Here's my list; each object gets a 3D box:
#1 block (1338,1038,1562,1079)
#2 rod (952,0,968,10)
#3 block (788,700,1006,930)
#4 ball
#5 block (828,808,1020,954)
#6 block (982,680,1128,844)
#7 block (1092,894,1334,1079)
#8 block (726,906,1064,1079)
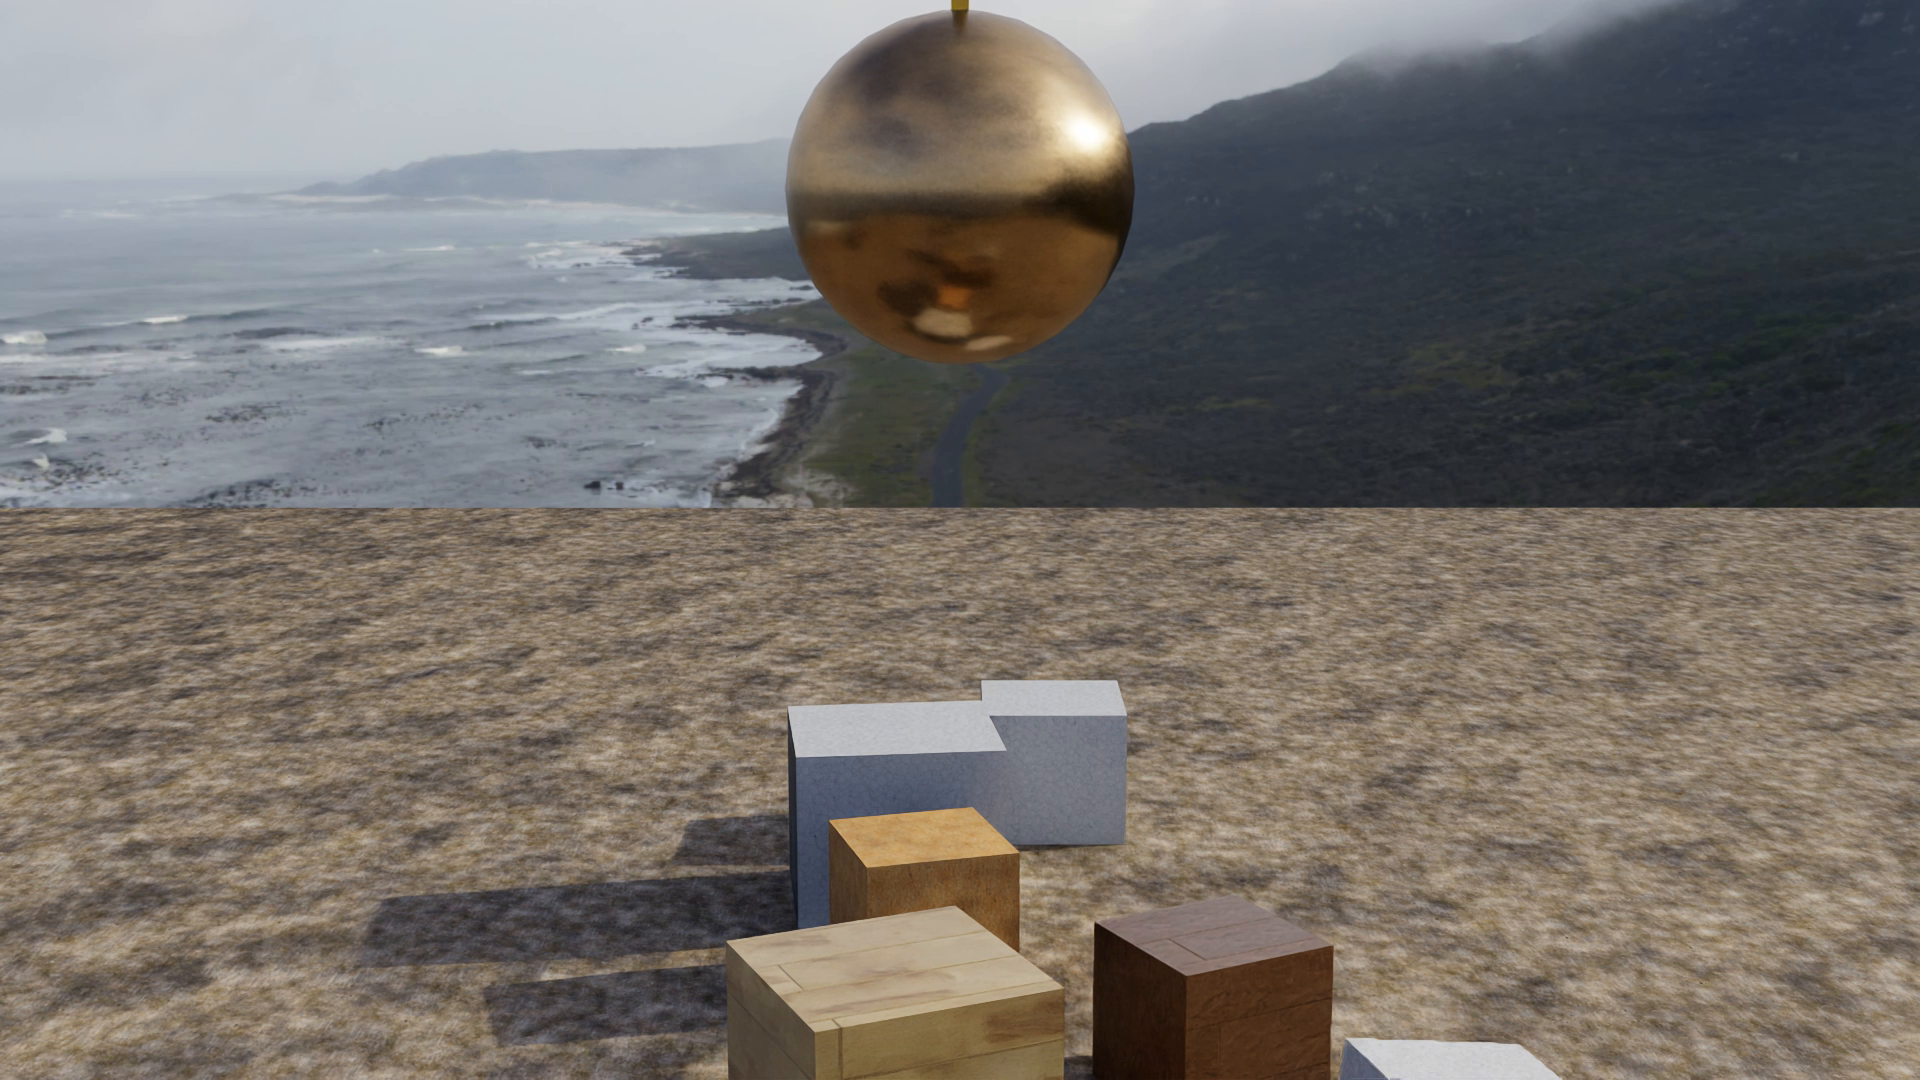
[{"bbox_3d":[1.542,1.961,6.797,0.612,0.627,0.586,5,9,-15],"label":"block"},{"bbox_3d":[0.000,-5.000,9.910,0.080,5.200,0.080,0,2,0],"label":"rod"},{"bbox_3d":[-0.310,1.273,10.260,0.938,0.823,0.898,-1,10,-7],"label":"block"},{"bbox_3d":[0.000,-1.603,10.056,1.600,1.600,1.600,0,10,0],"label":"ball"},{"bbox_3d":[-0.159,1.551,9.263,0.645,0.634,0.654,-3,11,-17],"label":"block"},{"bbox_3d":[0.474,1.142,11.407,0.723,0.671,0.727,0,10,0],"label":"block"},{"bbox_3d":[0.933,1.757,8.194,0.643,0.612,0.621,-5,12,-28],"label":"block"},{"bbox_3d":[-0.231,1.806,7.362,0.859,0.813,0.856,-5,11,-24],"label":"block"}]
